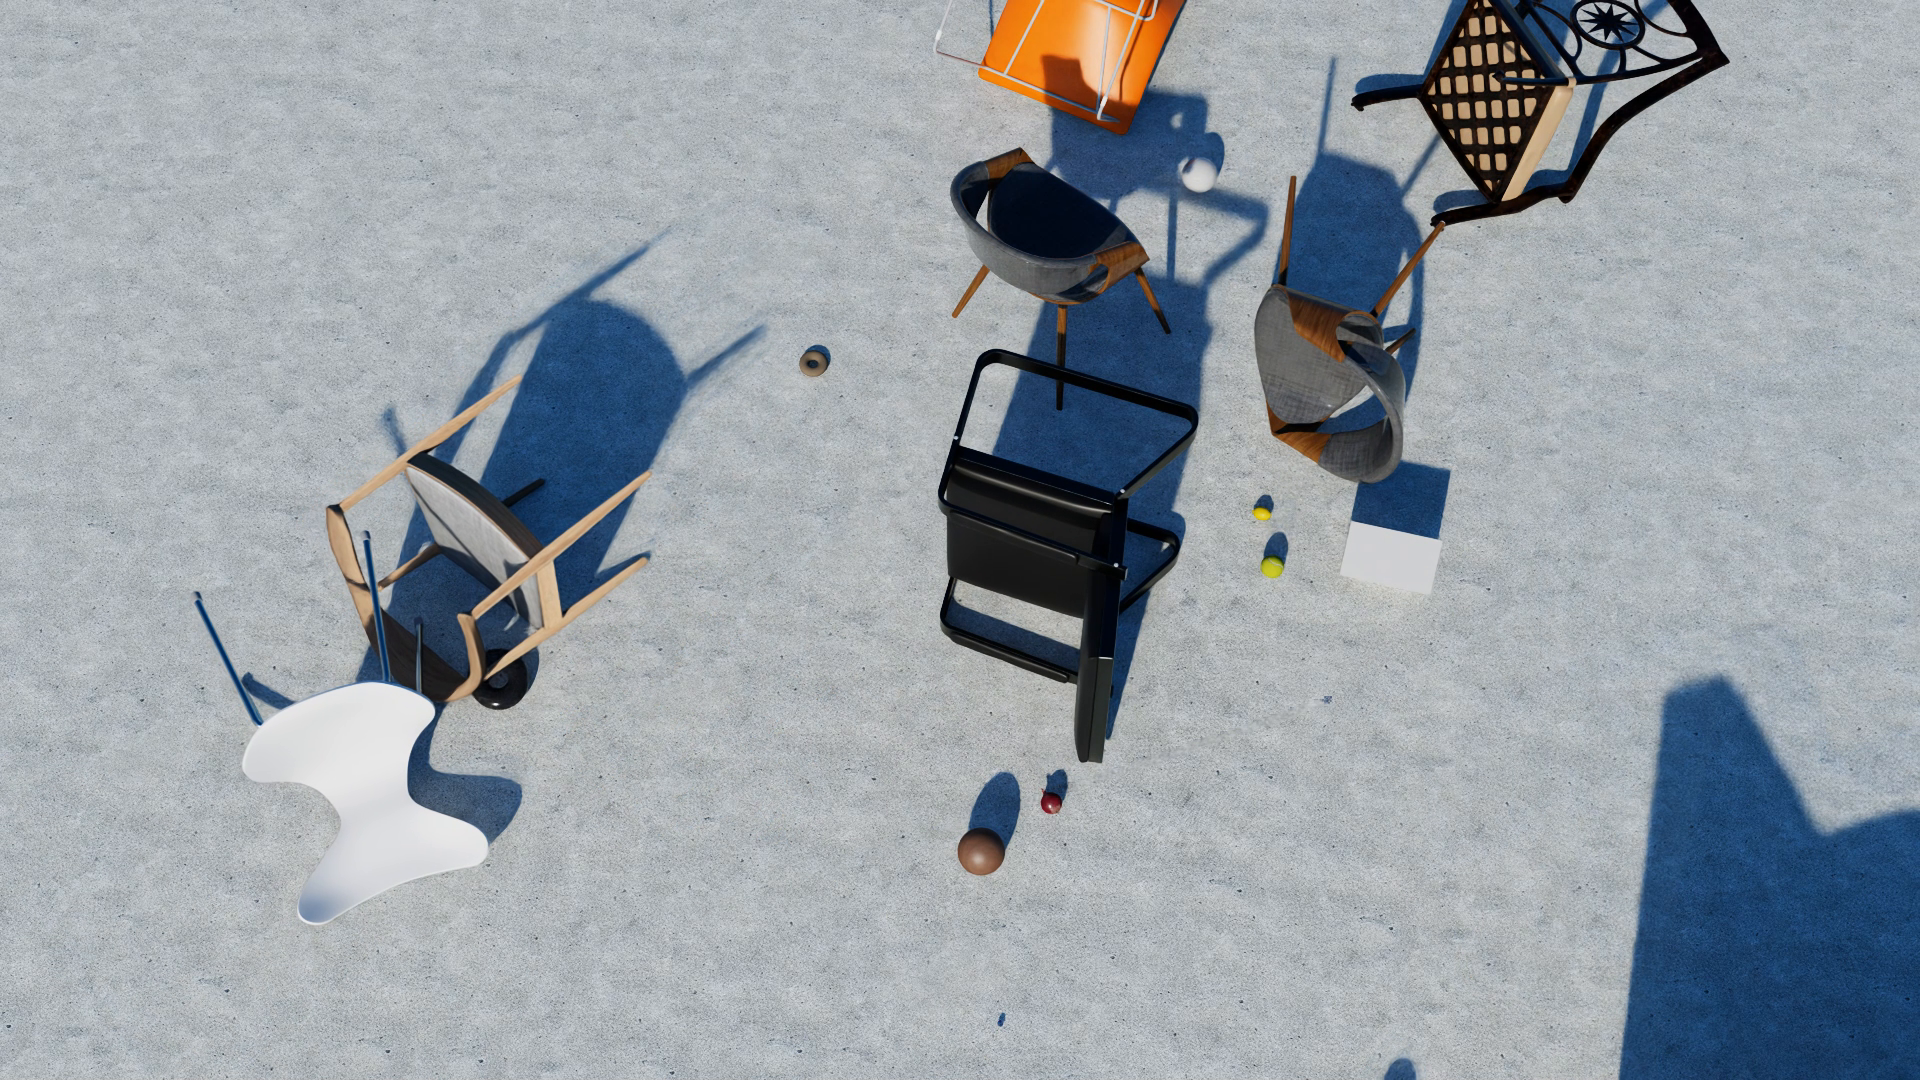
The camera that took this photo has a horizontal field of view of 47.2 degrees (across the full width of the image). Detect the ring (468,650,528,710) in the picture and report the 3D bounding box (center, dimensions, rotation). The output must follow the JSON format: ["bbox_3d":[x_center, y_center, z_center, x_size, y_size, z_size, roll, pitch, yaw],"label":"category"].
[{"bbox_3d":[-1.318,0.397,6.276,0.171,0.053,0.200,-18,59,-13],"label":"ring"}]

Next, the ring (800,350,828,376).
[{"bbox_3d":[-0.462,-0.556,6.933,0.091,0.025,0.102,-1,55,-2],"label":"ring"}]

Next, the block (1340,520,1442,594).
[{"bbox_3d":[1.258,0.048,6.427,0.265,0.114,0.161,13,96,8],"label":"block"}]

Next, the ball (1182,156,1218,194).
[{"bbox_3d":[0.798,-1.215,7.317,0.119,0.119,0.119,0,56,0],"label":"ball"}]
